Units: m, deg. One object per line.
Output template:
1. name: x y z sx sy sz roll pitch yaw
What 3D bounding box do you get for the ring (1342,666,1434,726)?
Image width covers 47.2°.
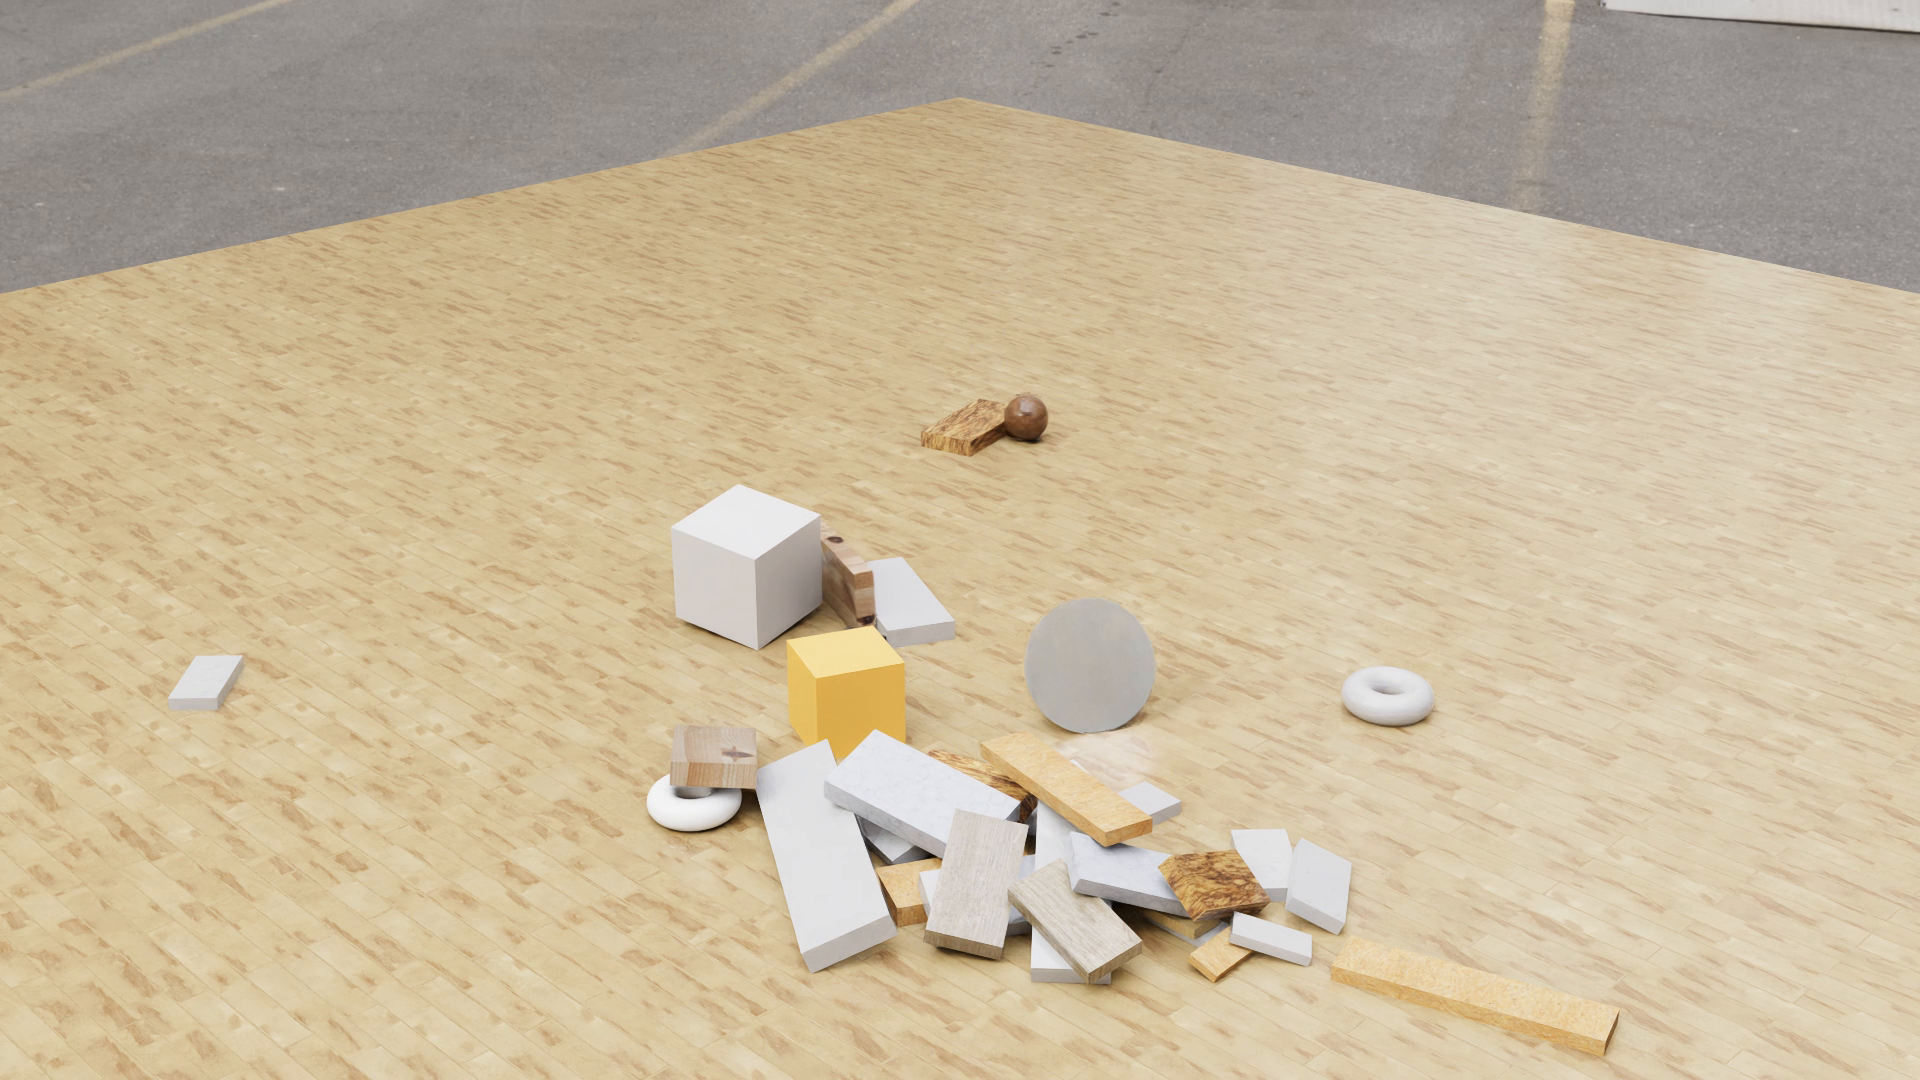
1. ring: 0.946 0.344 4.864 0.204 0.068 0.204 1 24 0

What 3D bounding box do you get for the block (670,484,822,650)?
1. block: -0.505 0.062 5.234 0.250 0.250 0.250 20 36 28

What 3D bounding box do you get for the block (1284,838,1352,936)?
1. block: 0.675 0.650 4.138 0.108 0.031 0.216 27 26 1

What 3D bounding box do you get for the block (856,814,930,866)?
1. block: -0.139 0.543 4.360 0.147 0.042 0.293 -34 34 -16

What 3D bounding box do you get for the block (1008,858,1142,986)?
1. block: 0.204 0.681 3.939 0.120 0.034 0.239 -26 46 -25

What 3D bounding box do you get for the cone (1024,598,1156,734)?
1. cone: 0.251 0.283 4.924 0.296 0.296 0.296 -6 -3 -13

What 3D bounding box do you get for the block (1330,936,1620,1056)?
1. block: 0.898 0.794 3.849 0.481 0.031 0.108 12 26 25

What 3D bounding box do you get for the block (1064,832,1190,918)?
1. block: 0.319 0.613 4.015 0.257 0.034 0.120 15 33 -18

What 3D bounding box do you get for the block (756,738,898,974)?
1. block: -0.270 0.592 4.230 0.171 0.048 0.677 -24 26 -3

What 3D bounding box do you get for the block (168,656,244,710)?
1. block: -1.700 0.321 4.965 0.107 0.030 0.213 -1 23 -1

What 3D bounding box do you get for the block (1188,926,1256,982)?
1. block: 0.472 0.744 3.958 0.063 0.018 0.125 38 40 26

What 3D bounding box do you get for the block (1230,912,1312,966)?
1. block: 0.563 0.722 3.984 0.148 0.021 0.074 17 24 2

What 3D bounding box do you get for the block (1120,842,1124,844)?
1. block: 0.250 0.565 4.186 0.085 0.024 0.169 -16 38 -15

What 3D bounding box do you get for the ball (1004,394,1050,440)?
1. ball: 0.194 -0.358 6.435 0.133 0.133 0.133 0 23 0

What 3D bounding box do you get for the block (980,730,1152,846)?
1. block: 0.196 0.468 4.180 0.105 0.030 0.434 -12 24 -29

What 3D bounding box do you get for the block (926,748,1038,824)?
1. block: 0.015 0.511 4.383 0.293 0.042 0.147 11 48 42

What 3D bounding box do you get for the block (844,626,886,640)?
1. block: -0.273 0.264 5.099 0.107 0.030 0.213 13 26 28

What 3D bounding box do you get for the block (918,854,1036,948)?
1. block: 0.076 0.664 4.075 0.283 0.040 0.141 -6 47 -16

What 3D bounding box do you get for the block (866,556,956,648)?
1. block: -0.158 0.149 5.349 0.167 0.047 0.403 -8 24 -18

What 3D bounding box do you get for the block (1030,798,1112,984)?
1. block: 0.209 0.632 4.050 0.141 0.040 0.424 1 41 4

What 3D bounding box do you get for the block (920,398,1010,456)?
1. block: 0.045 -0.334 6.486 0.167 0.047 0.335 13 26 29

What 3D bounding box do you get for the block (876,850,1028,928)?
1. block: 0.000 0.653 4.169 0.293 0.042 0.147 -7 24 -17

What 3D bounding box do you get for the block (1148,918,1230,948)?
1. block: 0.427 0.709 4.062 0.074 0.021 0.148 -20 30 -39

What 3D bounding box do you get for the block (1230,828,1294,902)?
1. block: 0.591 0.627 4.244 0.108 0.031 0.216 -1 23 -2

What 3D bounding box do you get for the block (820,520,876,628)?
1. block: -0.289 0.092 5.327 0.047 0.167 0.335 -12 26 -20

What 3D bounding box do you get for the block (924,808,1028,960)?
1. block: 0.031 0.630 4.044 0.141 0.040 0.283 13 45 3

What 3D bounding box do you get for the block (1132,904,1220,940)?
1. block: 0.398 0.687 4.060 0.148 0.021 0.074 20 30 40

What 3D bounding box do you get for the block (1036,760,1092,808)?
1. block: 0.167 0.509 4.522 0.210 0.030 0.105 -11 25 -24

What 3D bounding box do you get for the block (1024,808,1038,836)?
1. block: 0.161 0.556 4.340 0.085 0.024 0.169 -22 10 -40

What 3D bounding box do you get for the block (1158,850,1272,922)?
1. block: 0.470 0.633 4.042 0.239 0.034 0.120 6 44 -53

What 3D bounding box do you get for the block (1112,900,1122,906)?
1. block: 0.327 0.656 4.107 0.063 0.018 0.125 -22 -2 -41

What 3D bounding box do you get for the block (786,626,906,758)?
1. block: -0.245 0.329 4.733 0.198 0.198 0.198 -9 25 -20

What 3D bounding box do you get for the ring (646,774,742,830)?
1. ring: -0.537 0.524 4.445 0.192 0.064 0.192 -1 23 0

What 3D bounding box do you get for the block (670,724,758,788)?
1. block: -0.505 0.443 4.521 0.171 0.048 0.342 3 7 -6

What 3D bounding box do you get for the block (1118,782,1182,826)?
1. block: 0.333 0.551 4.424 0.210 0.030 0.105 -18 29 -36

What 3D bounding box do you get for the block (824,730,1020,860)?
1. block: -0.074 0.502 4.249 0.342 0.048 0.171 24 44 24
